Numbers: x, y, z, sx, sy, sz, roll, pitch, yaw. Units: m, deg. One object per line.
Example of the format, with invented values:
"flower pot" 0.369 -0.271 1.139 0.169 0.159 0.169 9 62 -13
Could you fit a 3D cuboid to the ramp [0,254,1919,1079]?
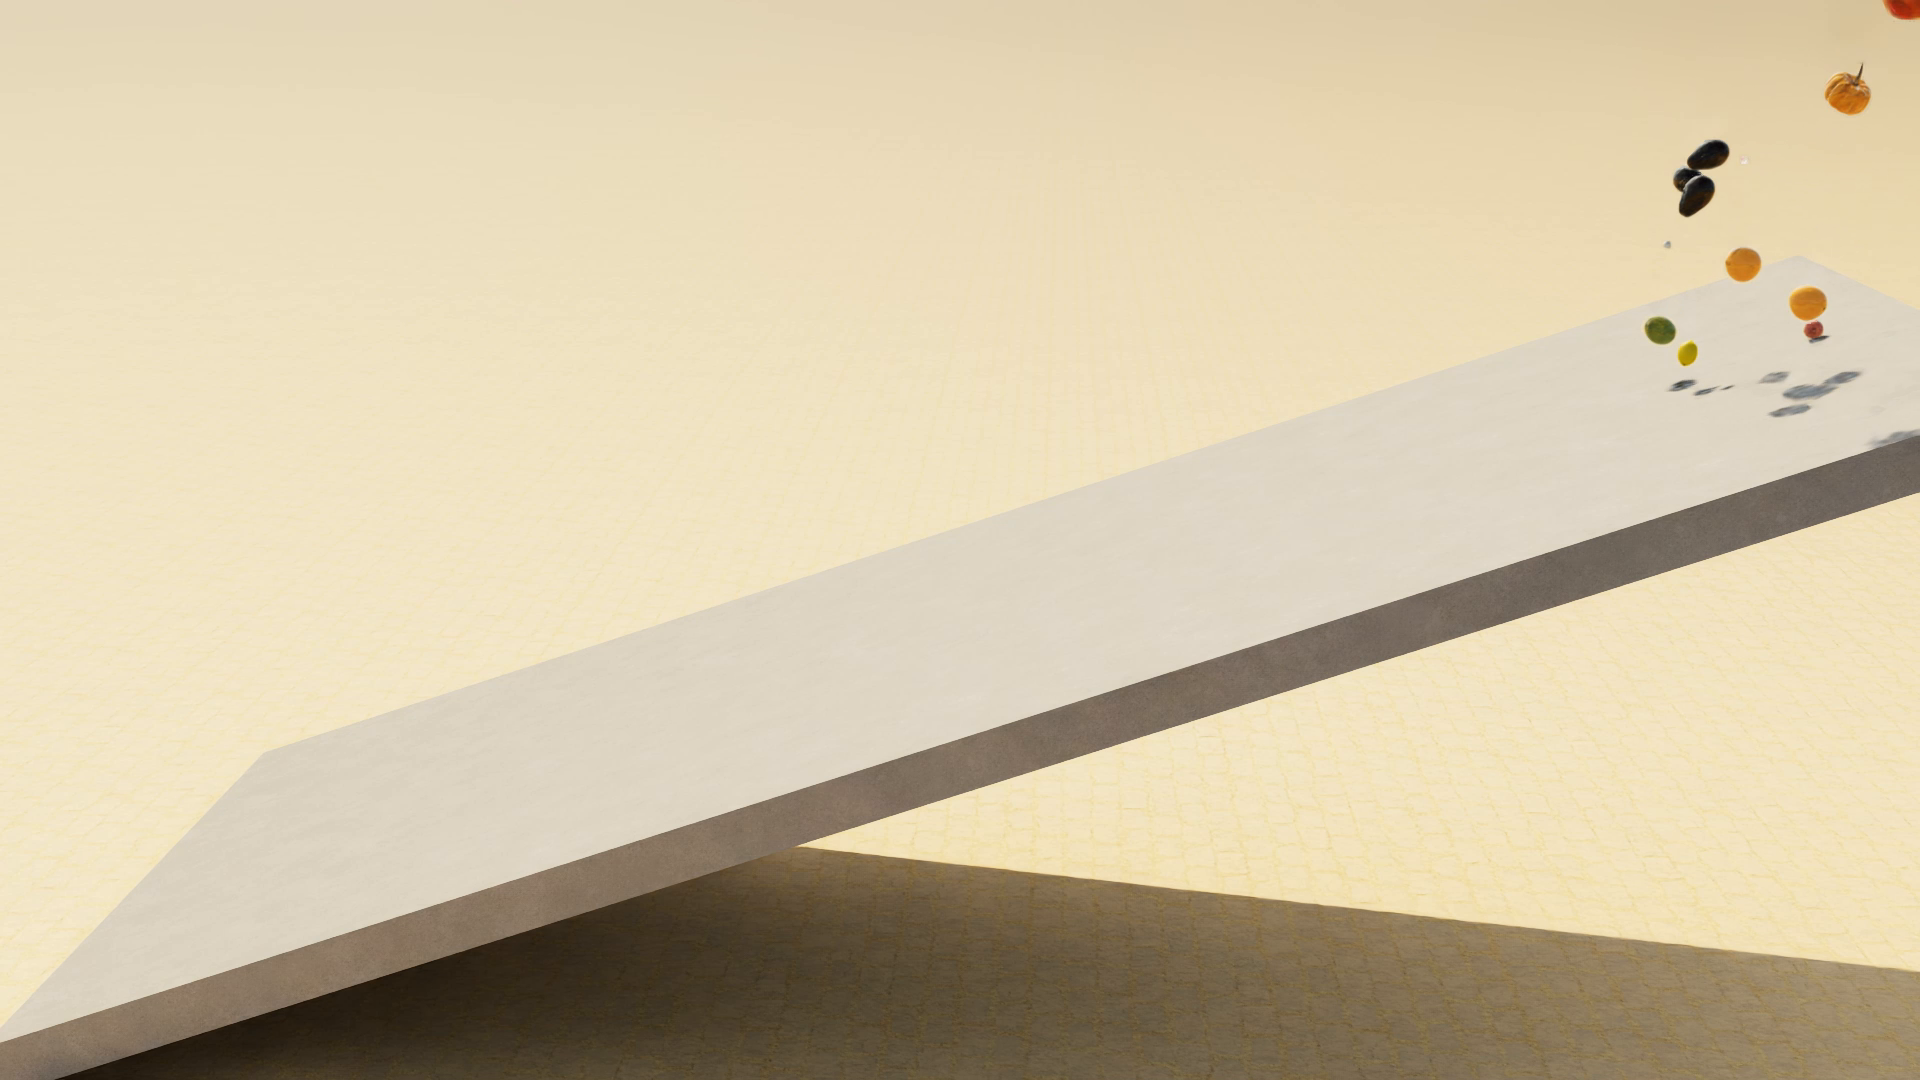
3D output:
"ramp" 0.106 0.181 6.306 4.000 0.100 2.000 -18 11 6
